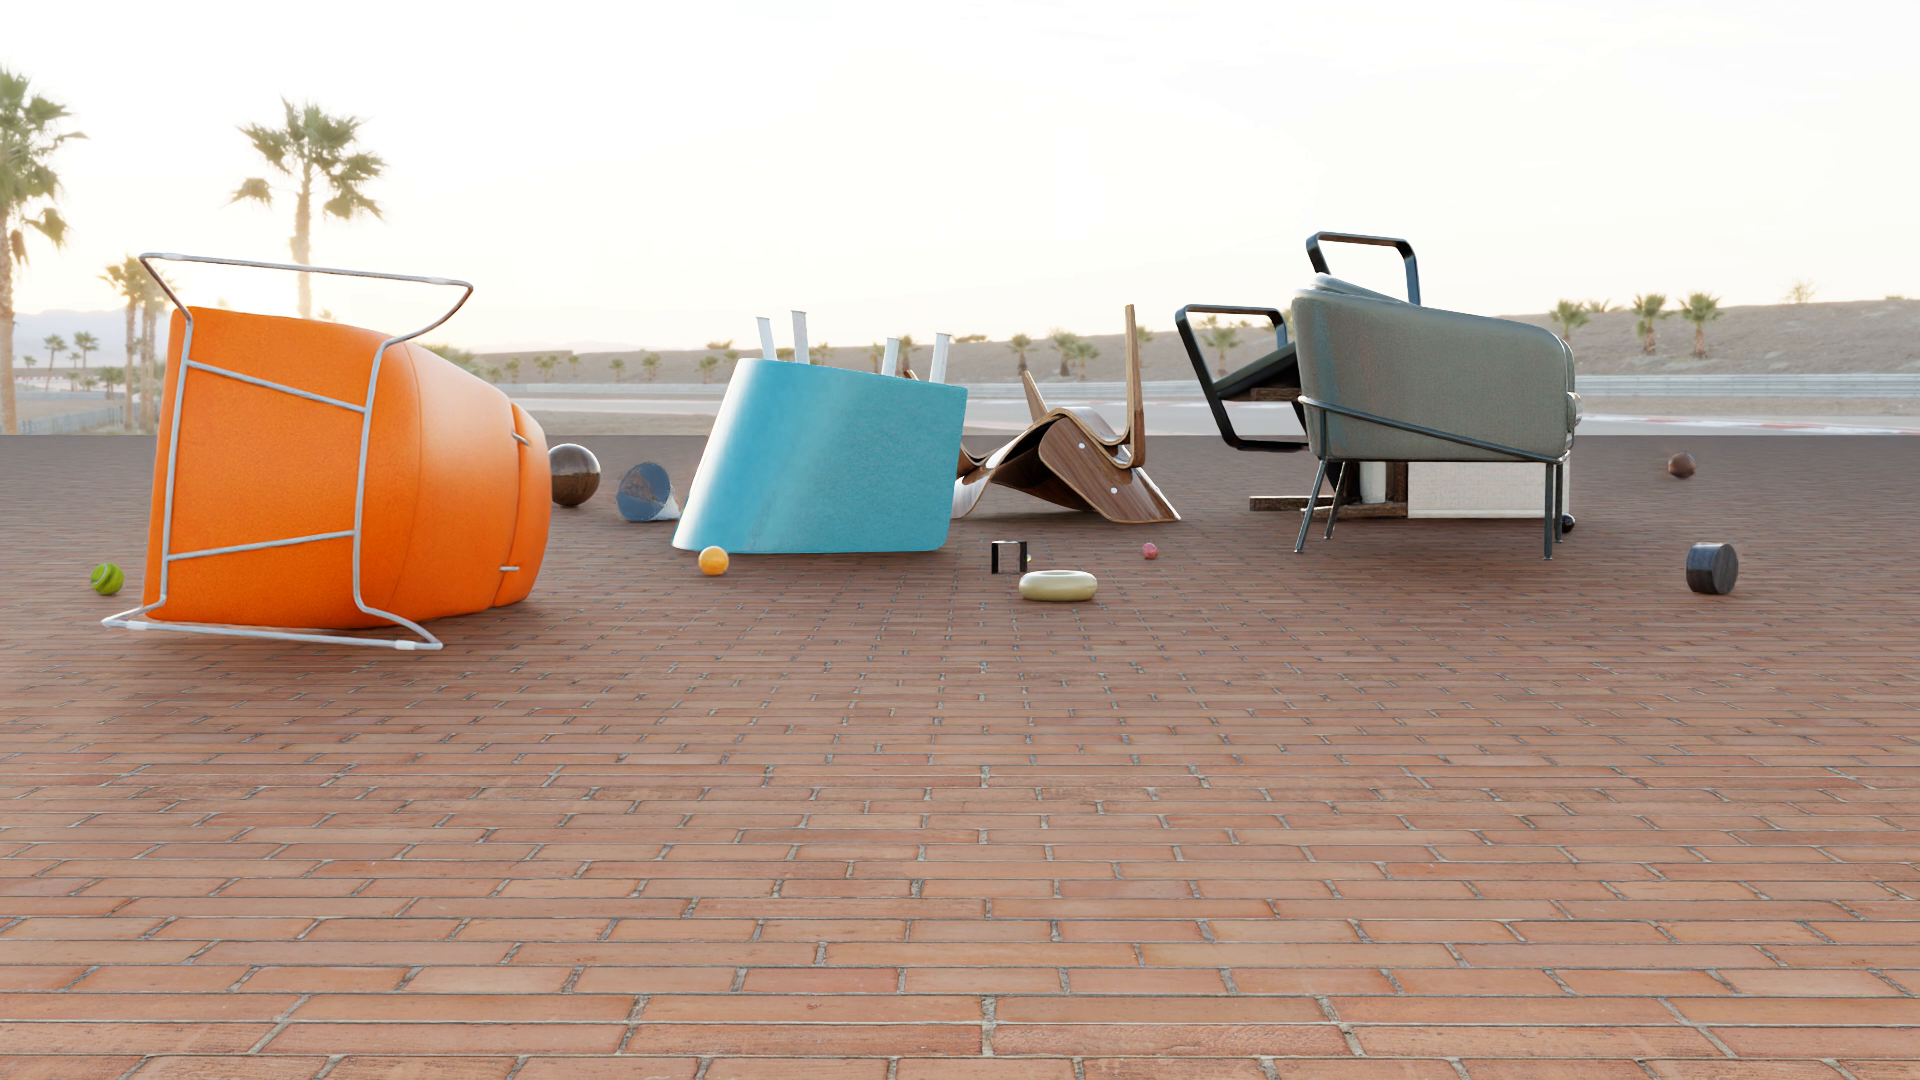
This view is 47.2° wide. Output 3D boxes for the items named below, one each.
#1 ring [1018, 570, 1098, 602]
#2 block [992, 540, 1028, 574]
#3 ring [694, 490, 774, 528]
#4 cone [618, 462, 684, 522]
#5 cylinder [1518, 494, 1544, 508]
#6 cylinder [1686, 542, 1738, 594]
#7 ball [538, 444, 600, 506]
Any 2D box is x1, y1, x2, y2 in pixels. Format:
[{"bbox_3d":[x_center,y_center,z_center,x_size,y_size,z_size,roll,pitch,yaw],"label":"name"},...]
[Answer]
[{"bbox_3d":[0.210,0.099,4.700,0.176,0.057,0.156,2,5,37],"label":"ring"},{"bbox_3d":[0.120,0.043,5.360,0.064,0.077,0.072,2,4,24],"label":"block"},{"bbox_3d":[-0.733,-0.100,7.170,0.211,0.116,0.343,4,5,28],"label":"ring"},{"bbox_3d":[-1.018,-0.119,7.557,0.242,0.211,0.231,43,3,38],"label":"cone"},{"bbox_3d":[2.159,-0.147,8.319,0.087,0.049,0.057,0,-19,-2],"label":"cylinder"},{"bbox_3d":[1.651,0.062,4.829,0.113,0.111,0.063,22,-12,-41],"label":"cylinder"},{"bbox_3d":[-1.495,-0.248,8.412,0.240,0.240,0.240,0,4,0],"label":"ball"}]
